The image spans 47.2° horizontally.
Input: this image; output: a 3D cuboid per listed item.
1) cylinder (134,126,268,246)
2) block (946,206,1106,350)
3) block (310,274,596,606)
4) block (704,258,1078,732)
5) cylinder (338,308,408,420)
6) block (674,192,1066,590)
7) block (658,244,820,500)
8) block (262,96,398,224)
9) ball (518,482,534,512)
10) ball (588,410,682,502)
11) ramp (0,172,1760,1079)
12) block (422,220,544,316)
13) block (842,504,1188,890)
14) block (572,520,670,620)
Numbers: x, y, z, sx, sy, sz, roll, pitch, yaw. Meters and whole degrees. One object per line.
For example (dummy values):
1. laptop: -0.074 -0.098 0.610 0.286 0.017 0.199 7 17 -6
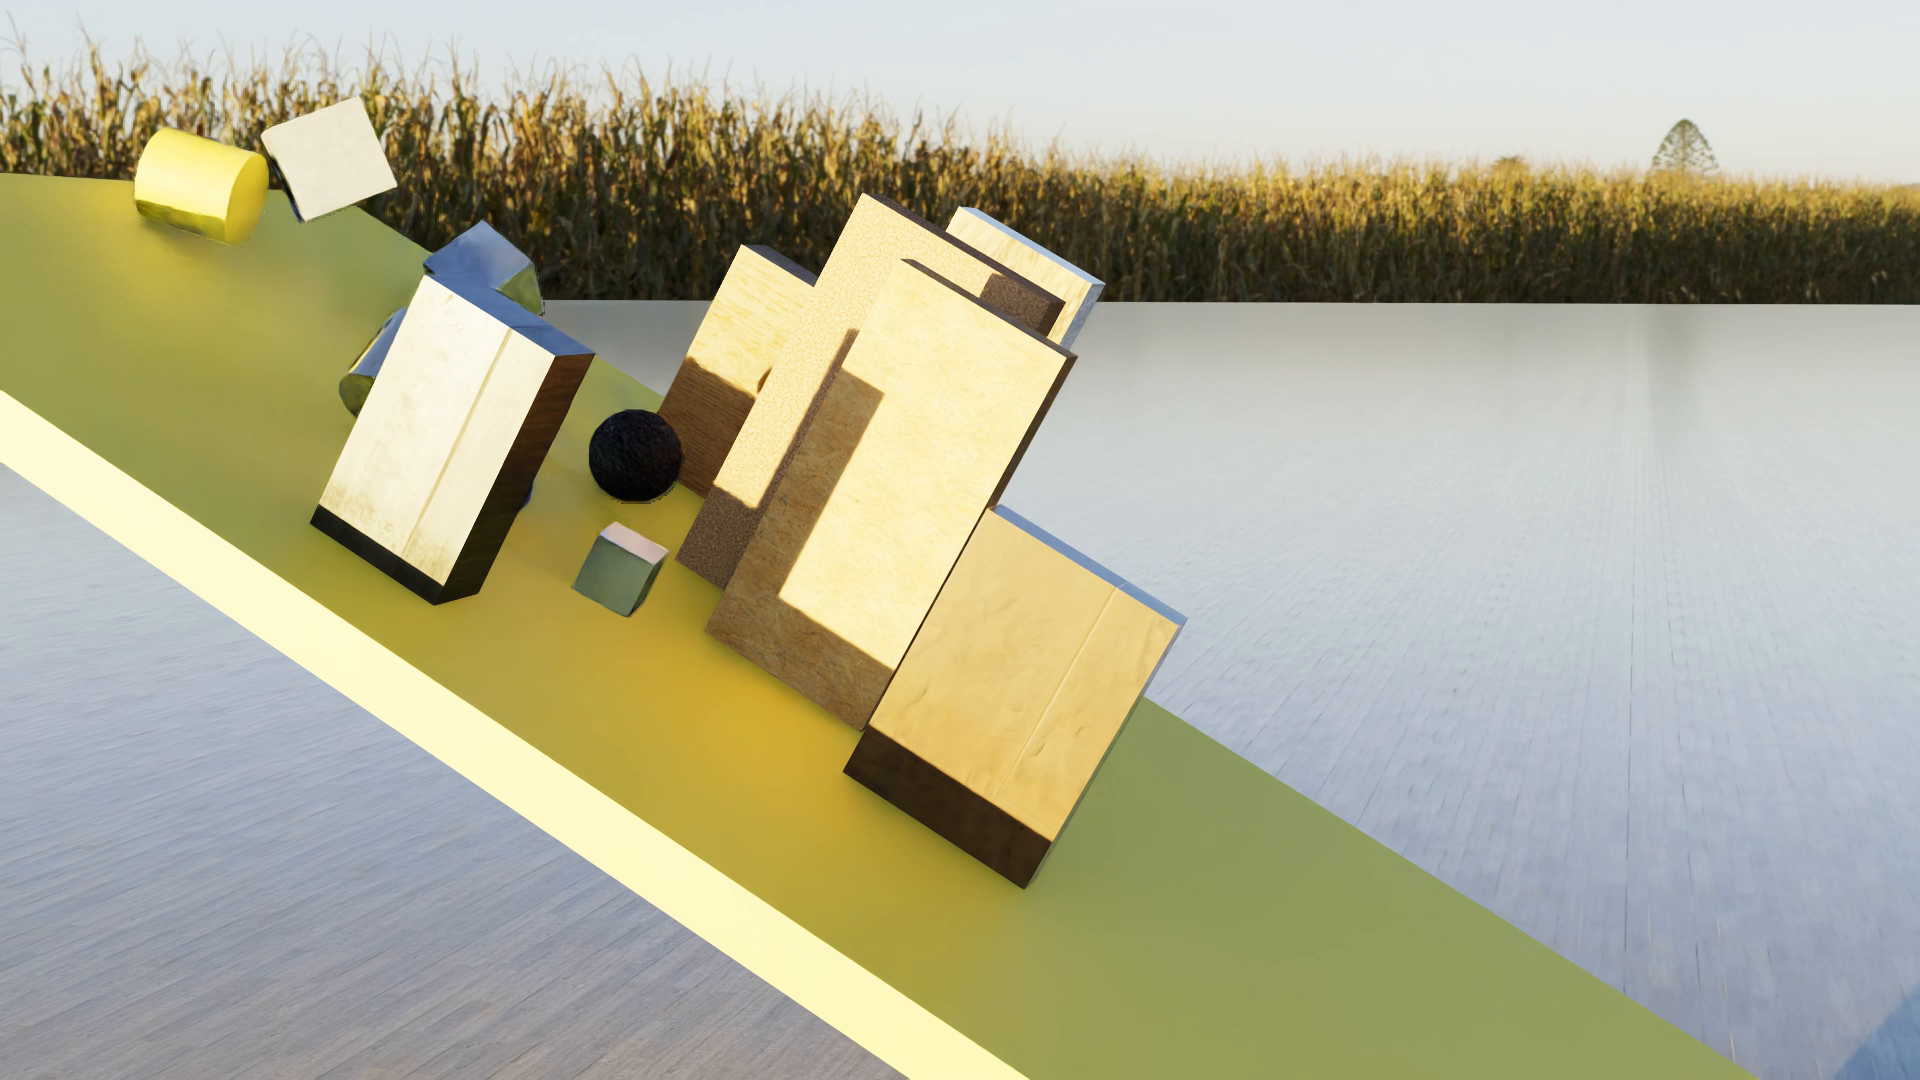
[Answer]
1. cylinder: -1.550 -0.724 4.500 0.194 0.194 0.194 17 8 1
2. block: -0.019 -0.323 4.949 0.345 0.770 0.129 32 15 11
3. block: -0.814 -0.163 3.526 0.255 0.456 0.140 32 15 11
4. block: -0.130 -0.077 3.896 0.344 0.766 0.085 32 15 11
5. cylinder: -1.002 -0.298 3.980 0.173 0.173 0.173 4 49 30
6. block: -0.177 -0.203 4.174 0.411 0.799 0.120 32 15 11
7. block: -0.410 -0.317 4.704 0.355 0.515 0.138 32 15 11
8. block: -1.306 -0.785 4.549 0.194 0.194 0.194 -25 14 -17
9. ball: -0.830 -0.100 3.962 0.120 0.120 0.120 0 7 0
10. ball: -0.650 -0.168 4.402 0.187 0.187 0.187 0 7 0
11. ramp: -0.198 0.327 4.135 4.000 0.100 2.000 32 15 11
12. block: -1.051 -0.559 4.855 0.170 0.170 0.170 39 64 21
13. block: 0.087 0.259 3.648 0.365 0.520 0.082 32 15 11
14. block: -0.600 0.052 3.891 0.112 0.112 0.112 29 14 -1
